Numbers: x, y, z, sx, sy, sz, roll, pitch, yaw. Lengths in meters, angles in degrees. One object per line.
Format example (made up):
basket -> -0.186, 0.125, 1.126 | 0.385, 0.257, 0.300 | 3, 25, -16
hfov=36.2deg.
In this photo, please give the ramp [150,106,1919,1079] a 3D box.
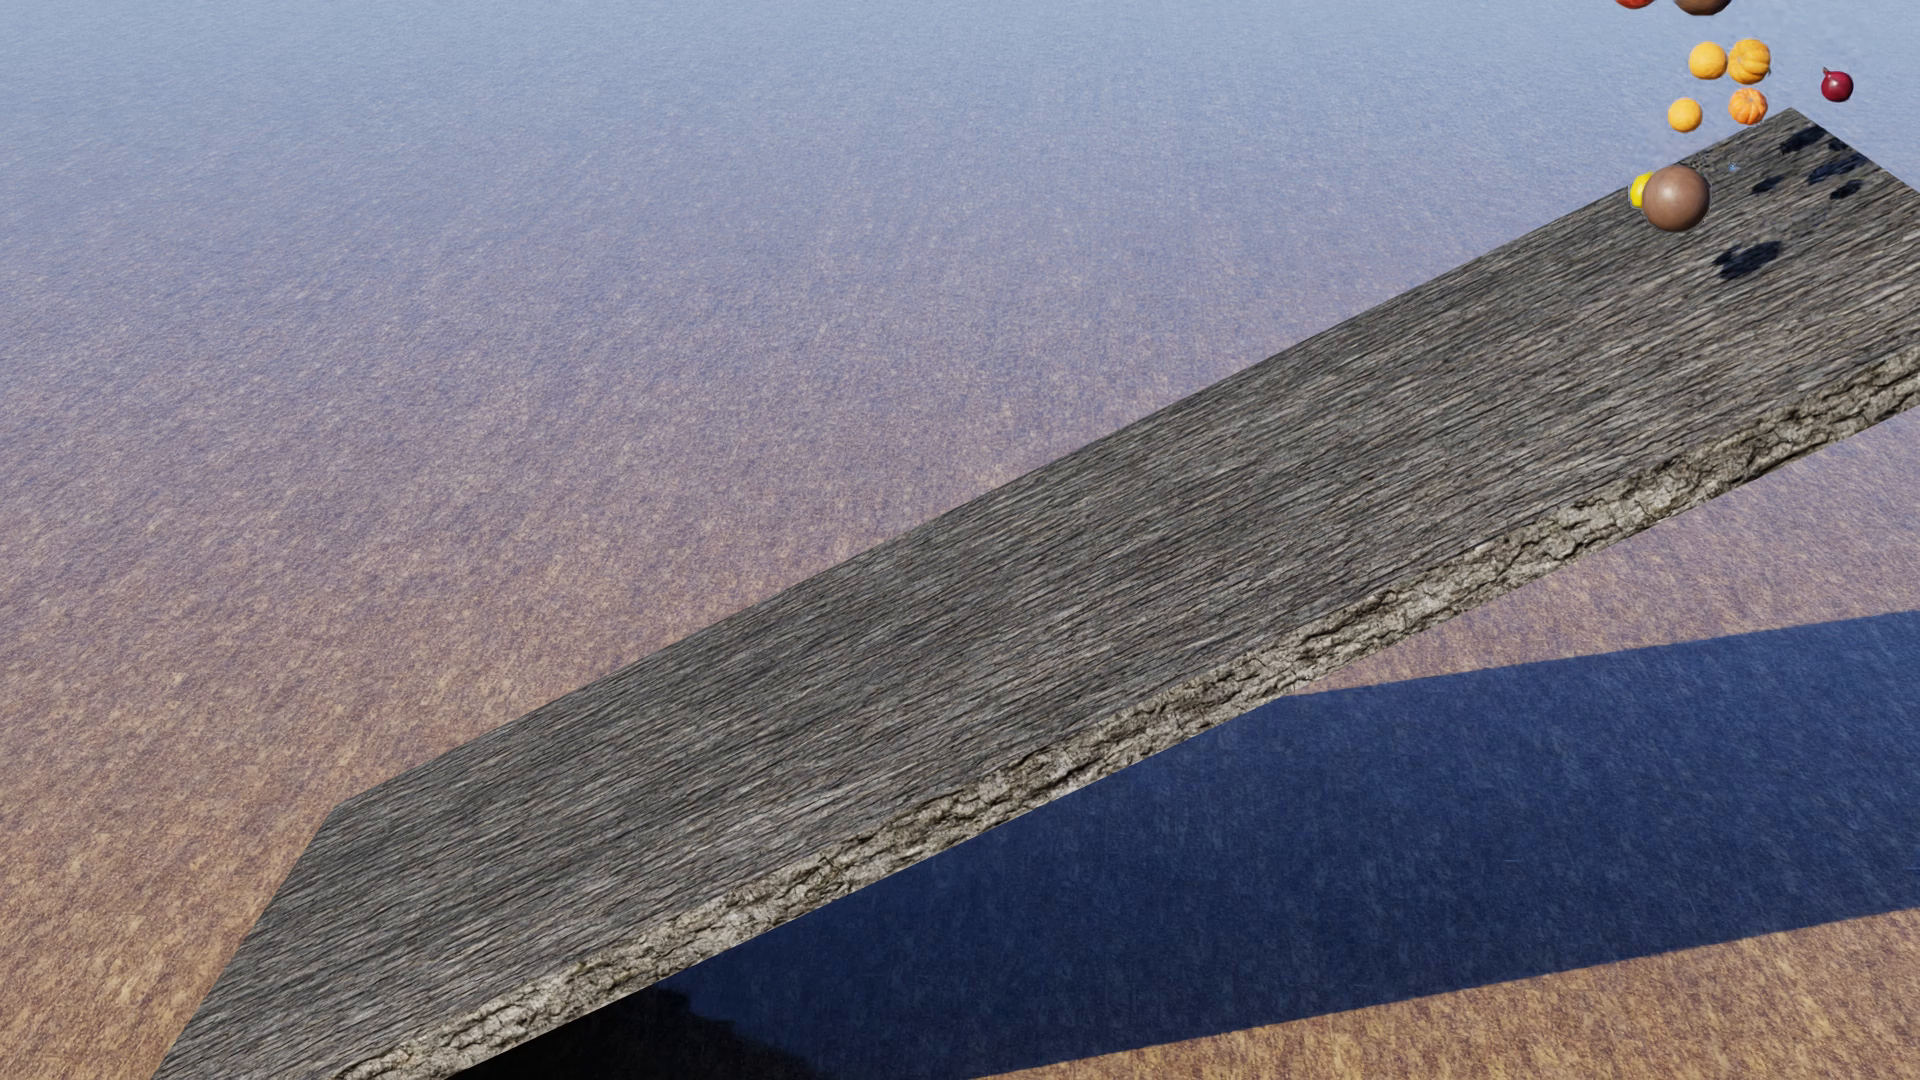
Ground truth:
ramp -> 0.139, 0.168, 6.281 | 4.000, 0.100, 2.000 | -26, 14, 10
